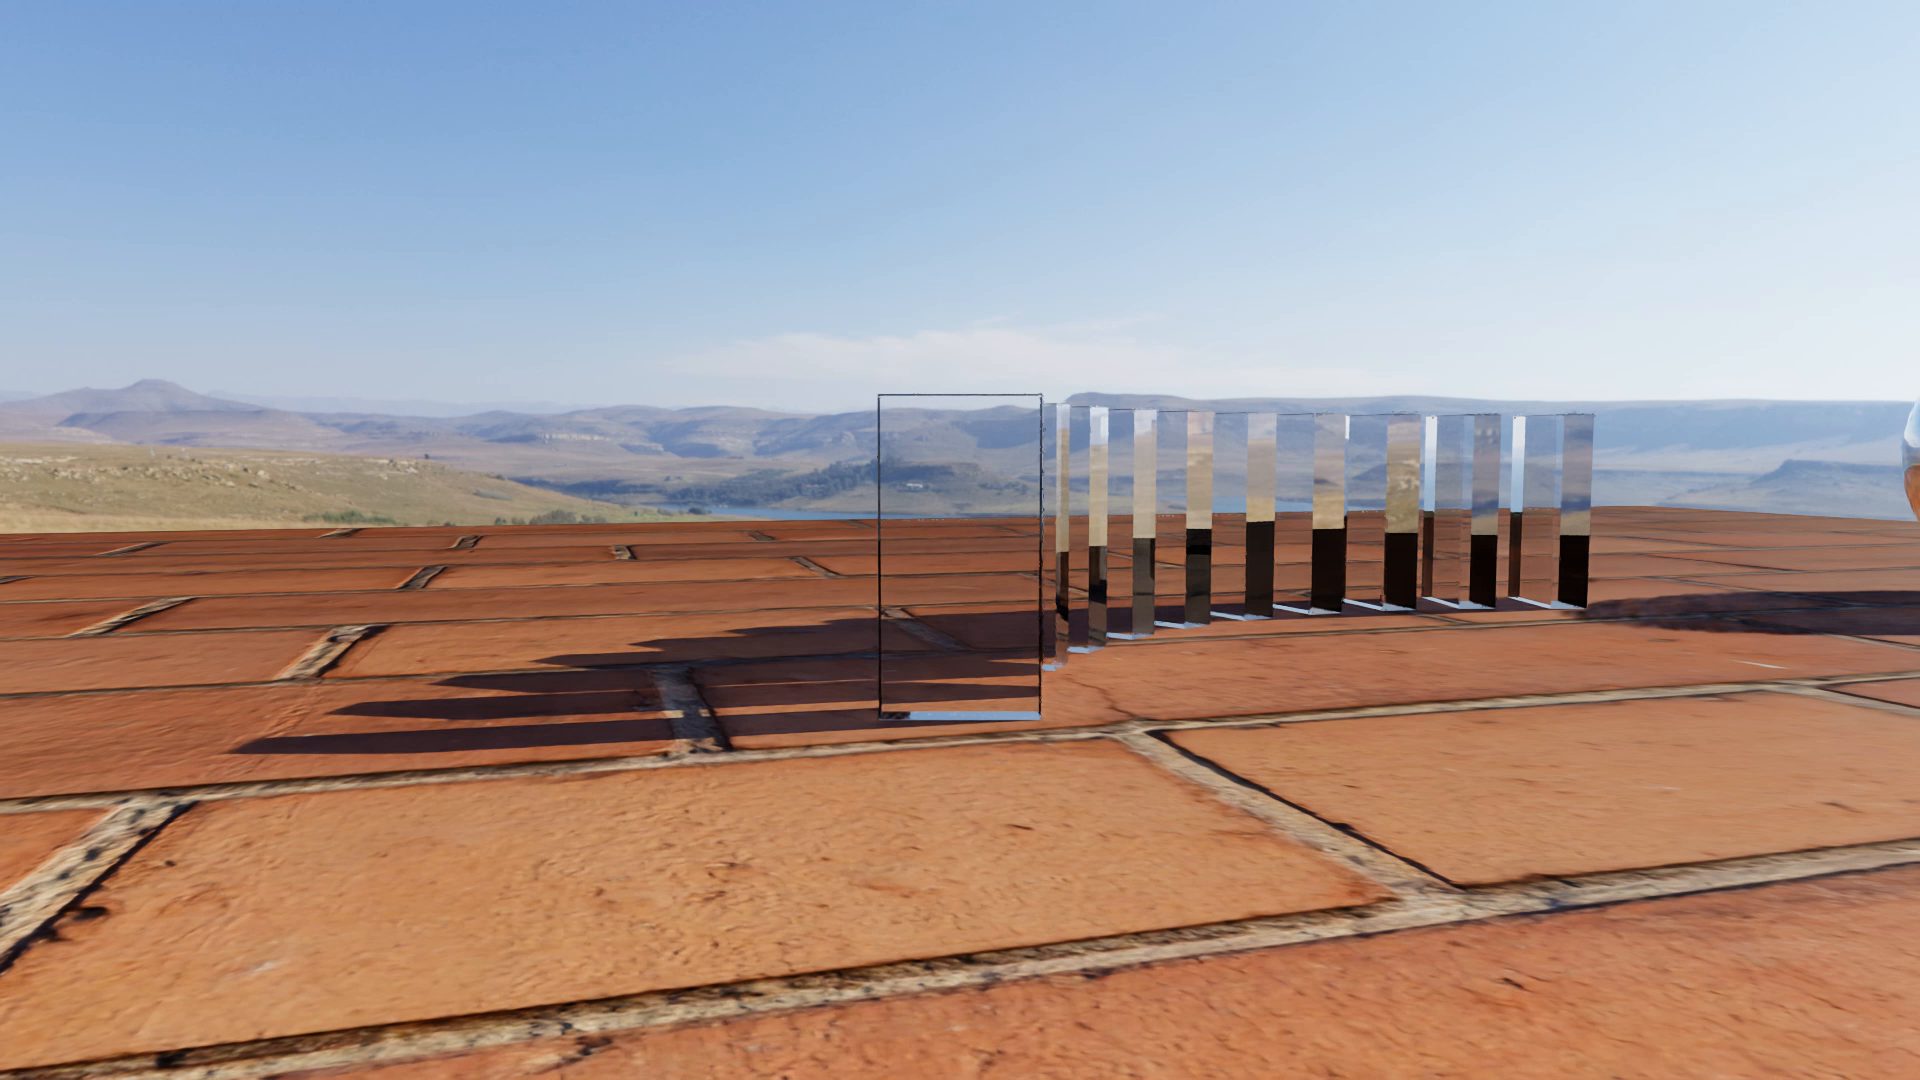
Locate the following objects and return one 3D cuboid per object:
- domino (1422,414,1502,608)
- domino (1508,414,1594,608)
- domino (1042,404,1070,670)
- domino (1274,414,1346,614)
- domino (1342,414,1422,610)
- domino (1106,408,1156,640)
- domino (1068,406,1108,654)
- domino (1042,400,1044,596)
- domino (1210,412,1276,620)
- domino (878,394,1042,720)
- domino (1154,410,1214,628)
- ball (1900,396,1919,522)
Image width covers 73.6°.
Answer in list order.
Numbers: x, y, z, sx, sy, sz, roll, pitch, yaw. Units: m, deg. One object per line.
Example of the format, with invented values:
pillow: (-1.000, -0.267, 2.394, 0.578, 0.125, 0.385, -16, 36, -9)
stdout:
domino: (0.133, -0.008, 0.342, 0.009, 0.050, 0.025, 0, 4, -2)
domino: (0.157, -0.008, 0.342, 0.010, 0.050, 0.025, 0, 4, -1)
domino: (0.008, -0.001, 0.247, 0.025, 0.050, 0.010, 2, 5, 19)
domino: (0.087, -0.007, 0.331, 0.010, 0.050, 0.025, -2, 5, -23)
domino: (0.110, -0.008, 0.339, 0.009, 0.050, 0.025, -1, 4, -13)
domino: (0.031, -0.004, 0.289, 0.025, 0.050, 0.010, 3, 5, 38)
domino: (0.017, -0.003, 0.269, 0.025, 0.050, 0.010, 2, 5, 29)
domino: (0.002, 0.001, 0.224, 0.025, 0.050, 0.009, 1, 4, 10)
domino: (0.066, -0.006, 0.320, 0.010, 0.050, 0.025, -3, 5, -32)
domino: (0.000, 0.002, 0.201, 0.025, 0.050, 0.010, 0, 4, 0)
domino: (0.047, -0.005, 0.306, 0.010, 0.050, 0.025, -4, 6, -42)
ball: (0.301, -0.023, 0.343, 0.080, 0.080, 0.080, 0, 4, 0)
